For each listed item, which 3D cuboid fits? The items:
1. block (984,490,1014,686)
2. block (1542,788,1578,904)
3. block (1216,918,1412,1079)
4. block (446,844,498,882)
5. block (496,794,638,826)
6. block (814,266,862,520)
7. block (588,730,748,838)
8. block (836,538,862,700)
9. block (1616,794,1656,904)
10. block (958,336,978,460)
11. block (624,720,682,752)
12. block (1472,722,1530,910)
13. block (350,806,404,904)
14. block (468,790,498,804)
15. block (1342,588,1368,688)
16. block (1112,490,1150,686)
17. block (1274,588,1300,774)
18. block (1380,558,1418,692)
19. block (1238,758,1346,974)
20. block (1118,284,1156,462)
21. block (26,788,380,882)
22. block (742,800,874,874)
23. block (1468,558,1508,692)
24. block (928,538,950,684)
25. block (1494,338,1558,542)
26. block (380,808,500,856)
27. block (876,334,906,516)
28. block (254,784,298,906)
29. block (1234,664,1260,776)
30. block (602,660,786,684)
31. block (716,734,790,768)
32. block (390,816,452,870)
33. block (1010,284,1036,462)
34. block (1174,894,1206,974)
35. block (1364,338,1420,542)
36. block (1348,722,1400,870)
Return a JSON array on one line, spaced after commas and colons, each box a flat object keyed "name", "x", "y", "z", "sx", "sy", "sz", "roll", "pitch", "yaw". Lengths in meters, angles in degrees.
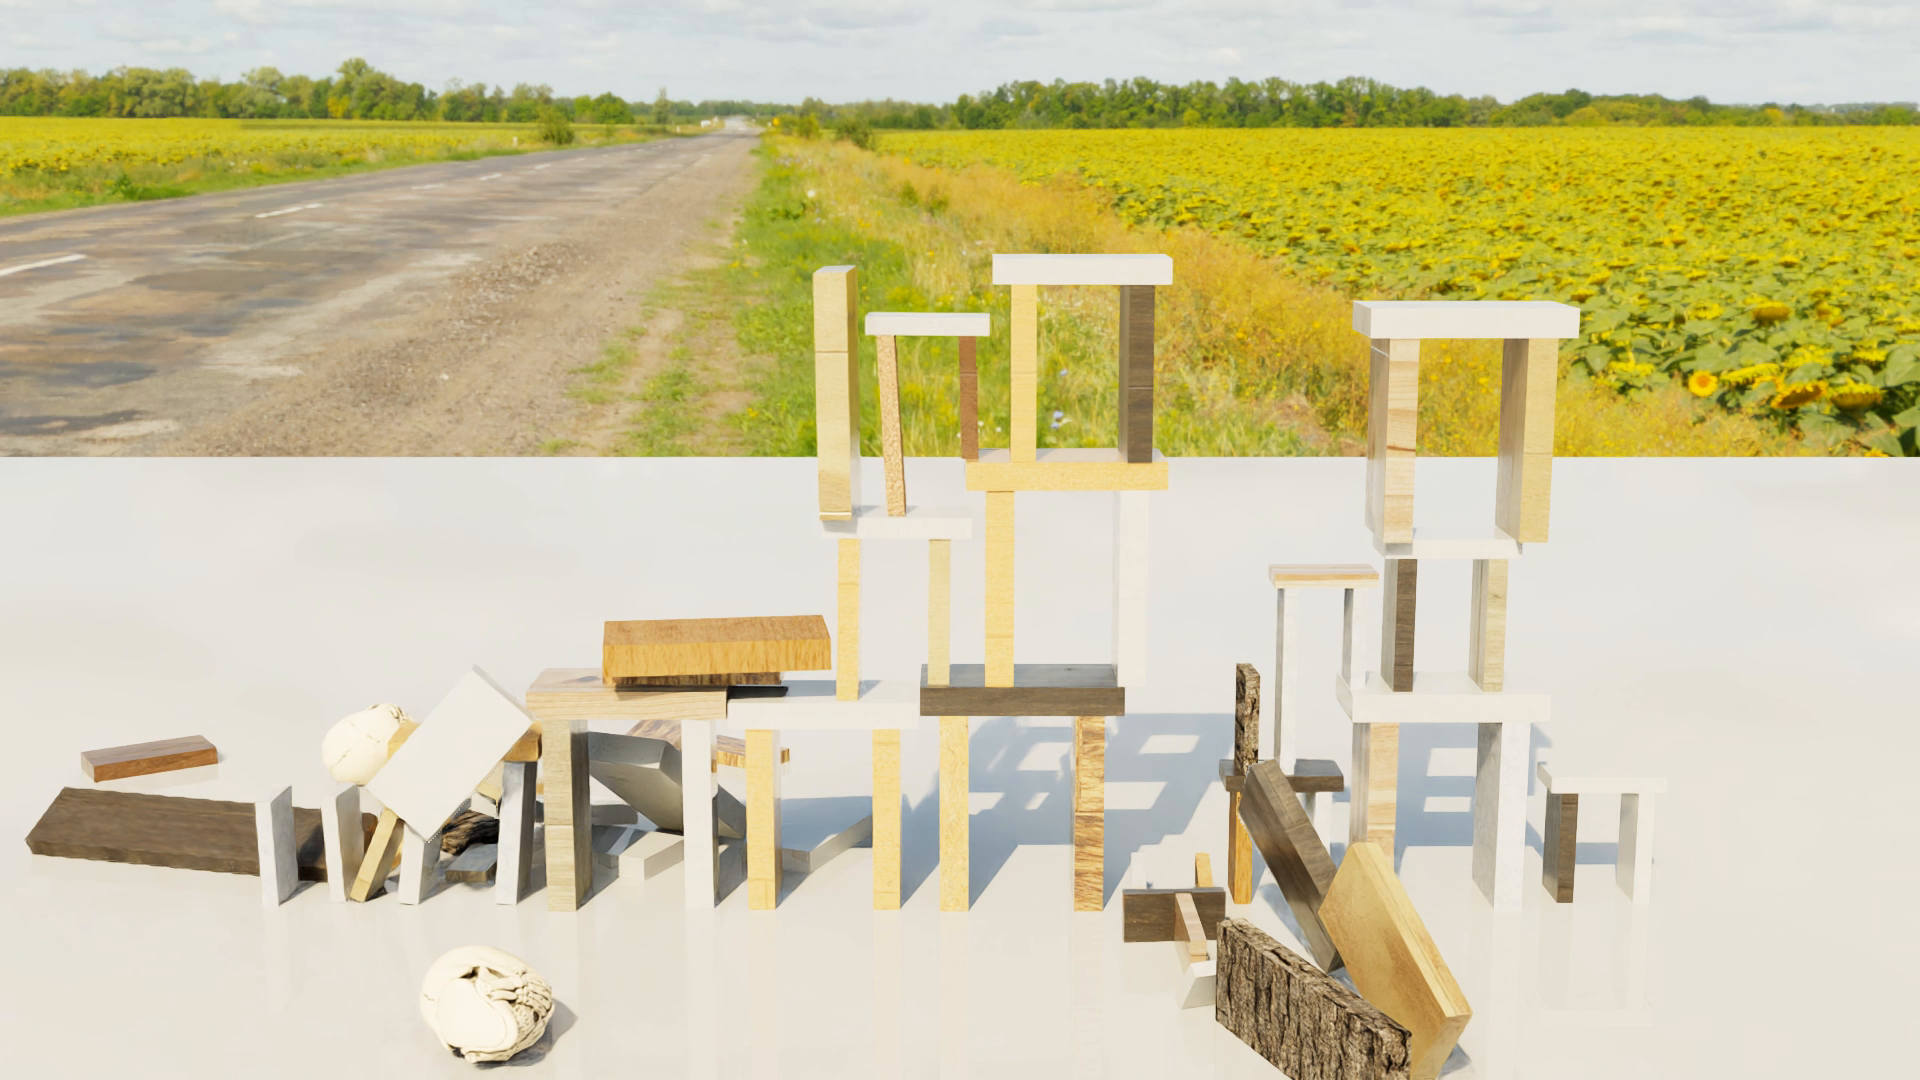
[{"name": "block", "x": 0.063, "y": 0.064, "z": 3.576, "sx": 0.045, "sy": 0.319, "sz": 0.159, "roll": 0, "pitch": 11, "yaw": 0}, {"name": "block", "x": 0.997, "y": 0.497, "z": 3.653, "sx": 0.027, "sy": 0.188, "sz": 0.094, "roll": 0, "pitch": 11, "yaw": 0}, {"name": "block", "x": 0.464, "y": 0.650, "z": 2.942, "sx": 0.042, "sy": 0.148, "sz": 0.437, "roll": -4, "pitch": 11, "yaw": -21}, {"name": "block", "x": -0.829, "y": 0.557, "z": 3.794, "sx": 0.071, "sy": 0.020, "sz": 0.141, "roll": 2, "pitch": 11, "yaw": 7}, {"name": "block", "x": -0.691, "y": 0.478, "z": 3.896, "sx": 0.131, "sy": 0.037, "sz": 0.261, "roll": 5, "pitch": -4, "yaw": 22}, {"name": "block", "x": -0.194, "y": -0.238, "z": 3.512, "sx": 0.051, "sy": 0.388, "sz": 0.180, "roll": 0, "pitch": 10, "yaw": 3}, {"name": "block", "x": -0.521, "y": 0.429, "z": 3.847, "sx": 0.180, "sy": 0.051, "sz": 0.359, "roll": 4, "pitch": -24, "yaw": 23}, {"name": "block", "x": -0.179, "y": 0.117, "z": 3.578, "sx": 0.034, "sy": 0.265, "sz": 0.119, "roll": 1, "pitch": 11, "yaw": 0}, {"name": "block", "x": 1.122, "y": 0.497, "z": 3.653, "sx": 0.027, "sy": 0.188, "sz": 0.094, "roll": 0, "pitch": 11, "yaw": 0}, {"name": "block", "x": 0.014, "y": -0.233, "z": 3.520, "sx": 0.028, "sy": 0.195, "sz": 0.098, "roll": -1, "pitch": 11, "yaw": 0}, {"name": "block", "x": -0.622, "y": 0.408, "z": 4.557, "sx": 0.118, "sy": 0.033, "sz": 0.236, "roll": 2, "pitch": 11, "yaw": 8}, {"name": "block", "x": 0.894, "y": 0.434, "z": 3.639, "sx": 0.045, "sy": 0.317, "sz": 0.158, "roll": 0, "pitch": 11, "yaw": 0}, {"name": "block", "x": -0.954, "y": 0.505, "z": 3.648, "sx": 0.025, "sy": 0.180, "sz": 0.090, "roll": 25, "pitch": 13, "yaw": 2}, {"name": "block", "x": -0.901, "y": 0.475, "z": 4.216, "sx": 0.187, "sy": 0.027, "sz": 0.094, "roll": 3, "pitch": 11, "yaw": 18}, {"name": "block", "x": 0.645, "y": 0.152, "z": 3.592, "sx": 0.024, "sy": 0.167, "sz": 0.083, "roll": 0, "pitch": 11, "yaw": 0}, {"name": "block", "x": 0.276, "y": 0.064, "z": 3.575, "sx": 0.045, "sy": 0.319, "sz": 0.159, "roll": 0, "pitch": 11, "yaw": 0}, {"name": "block", "x": 0.535, "y": 0.222, "z": 3.605, "sx": 0.024, "sy": 0.309, "sz": 0.083, "roll": 0, "pitch": 11, "yaw": 0}, {"name": "block", "x": 0.714, "y": 0.127, "z": 3.580, "sx": 0.031, "sy": 0.219, "sz": 0.109, "roll": 0, "pitch": 11, "yaw": 0}, {"name": "block", "x": 0.516, "y": 0.494, "z": 3.334, "sx": 0.042, "sy": 0.148, "sz": 0.295, "roll": -19, "pitch": 59, "yaw": -14}, {"name": "block", "x": 0.280, "y": -0.271, "z": 3.498, "sx": 0.039, "sy": 0.278, "sz": 0.139, "roll": 0, "pitch": 11, "yaw": -2}, {"name": "block", "x": -1.318, "y": 0.512, "z": 3.827, "sx": 0.622, "sy": 0.037, "sz": 0.131, "roll": 3, "pitch": 39, "yaw": 15}, {"name": "block", "x": -0.263, "y": 0.525, "z": 3.914, "sx": 0.135, "sy": 0.038, "sz": 0.271, "roll": 5, "pitch": 12, "yaw": 24}, {"name": "block", "x": 0.860, "y": 0.127, "z": 3.580, "sx": 0.031, "sy": 0.219, "sz": 0.109, "roll": 0, "pitch": 11, "yaw": 0}, {"name": "block", "x": -0.033, "y": 0.104, "z": 3.576, "sx": 0.034, "sy": 0.238, "sz": 0.119, "roll": 1, "pitch": 11, "yaw": 0}, {"name": "block", "x": 0.907, "y": -0.169, "z": 3.524, "sx": 0.046, "sy": 0.323, "sz": 0.162, "roll": 0, "pitch": 11, "yaw": 0}, {"name": "block", "x": -0.926, "y": 0.517, "z": 3.968, "sx": 0.236, "sy": 0.033, "sz": 0.118, "roll": 9, "pitch": 14, "yaw": 40}, {"name": "block", "x": -0.110, "y": -0.189, "z": 3.528, "sx": 0.028, "sy": 0.287, "sz": 0.098, "roll": -3, "pitch": 11, "yaw": 1}, {"name": "block", "x": -1.127, "y": 0.503, "z": 3.631, "sx": 0.026, "sy": 0.180, "sz": 0.090, "roll": 1, "pitch": 13, "yaw": 4}, {"name": "block", "x": 0.471, "y": 0.293, "z": 3.609, "sx": 0.024, "sy": 0.167, "sz": 0.084, "roll": -1, "pitch": 11, "yaw": -3}, {"name": "block", "x": -0.435, "y": 0.204, "z": 3.636, "sx": 0.289, "sy": 0.038, "sz": 0.135, "roll": 0, "pitch": 11, "yaw": 1}, {"name": "block", "x": -0.448, "y": 0.431, "z": 4.452, "sx": 0.187, "sy": 0.027, "sz": 0.094, "roll": 7, "pitch": 13, "yaw": 33}, {"name": "block", "x": -0.967, "y": 0.515, "z": 3.847, "sx": 0.071, "sy": 0.020, "sz": 0.141, "roll": 15, "pitch": 40, "yaw": 33}, {"name": "block", "x": 0.100, "y": -0.273, "z": 3.507, "sx": 0.039, "sy": 0.278, "sz": 0.139, "roll": 0, "pitch": 11, "yaw": 0}, {"name": "block", "x": 0.349, "y": 0.610, "z": 3.332, "sx": 0.024, "sy": 0.084, "sz": 0.204, "roll": 0, "pitch": 11, "yaw": -1}, {"name": "block", "x": 0.691, "y": -0.169, "z": 3.523, "sx": 0.046, "sy": 0.323, "sz": 0.162, "roll": 0, "pitch": 11, "yaw": 0}, {"name": "block", "x": 0.683, "y": 0.434, "z": 3.639, "sx": 0.045, "sy": 0.317, "sz": 0.158, "roll": 0, "pitch": 11, "yaw": 0}]
